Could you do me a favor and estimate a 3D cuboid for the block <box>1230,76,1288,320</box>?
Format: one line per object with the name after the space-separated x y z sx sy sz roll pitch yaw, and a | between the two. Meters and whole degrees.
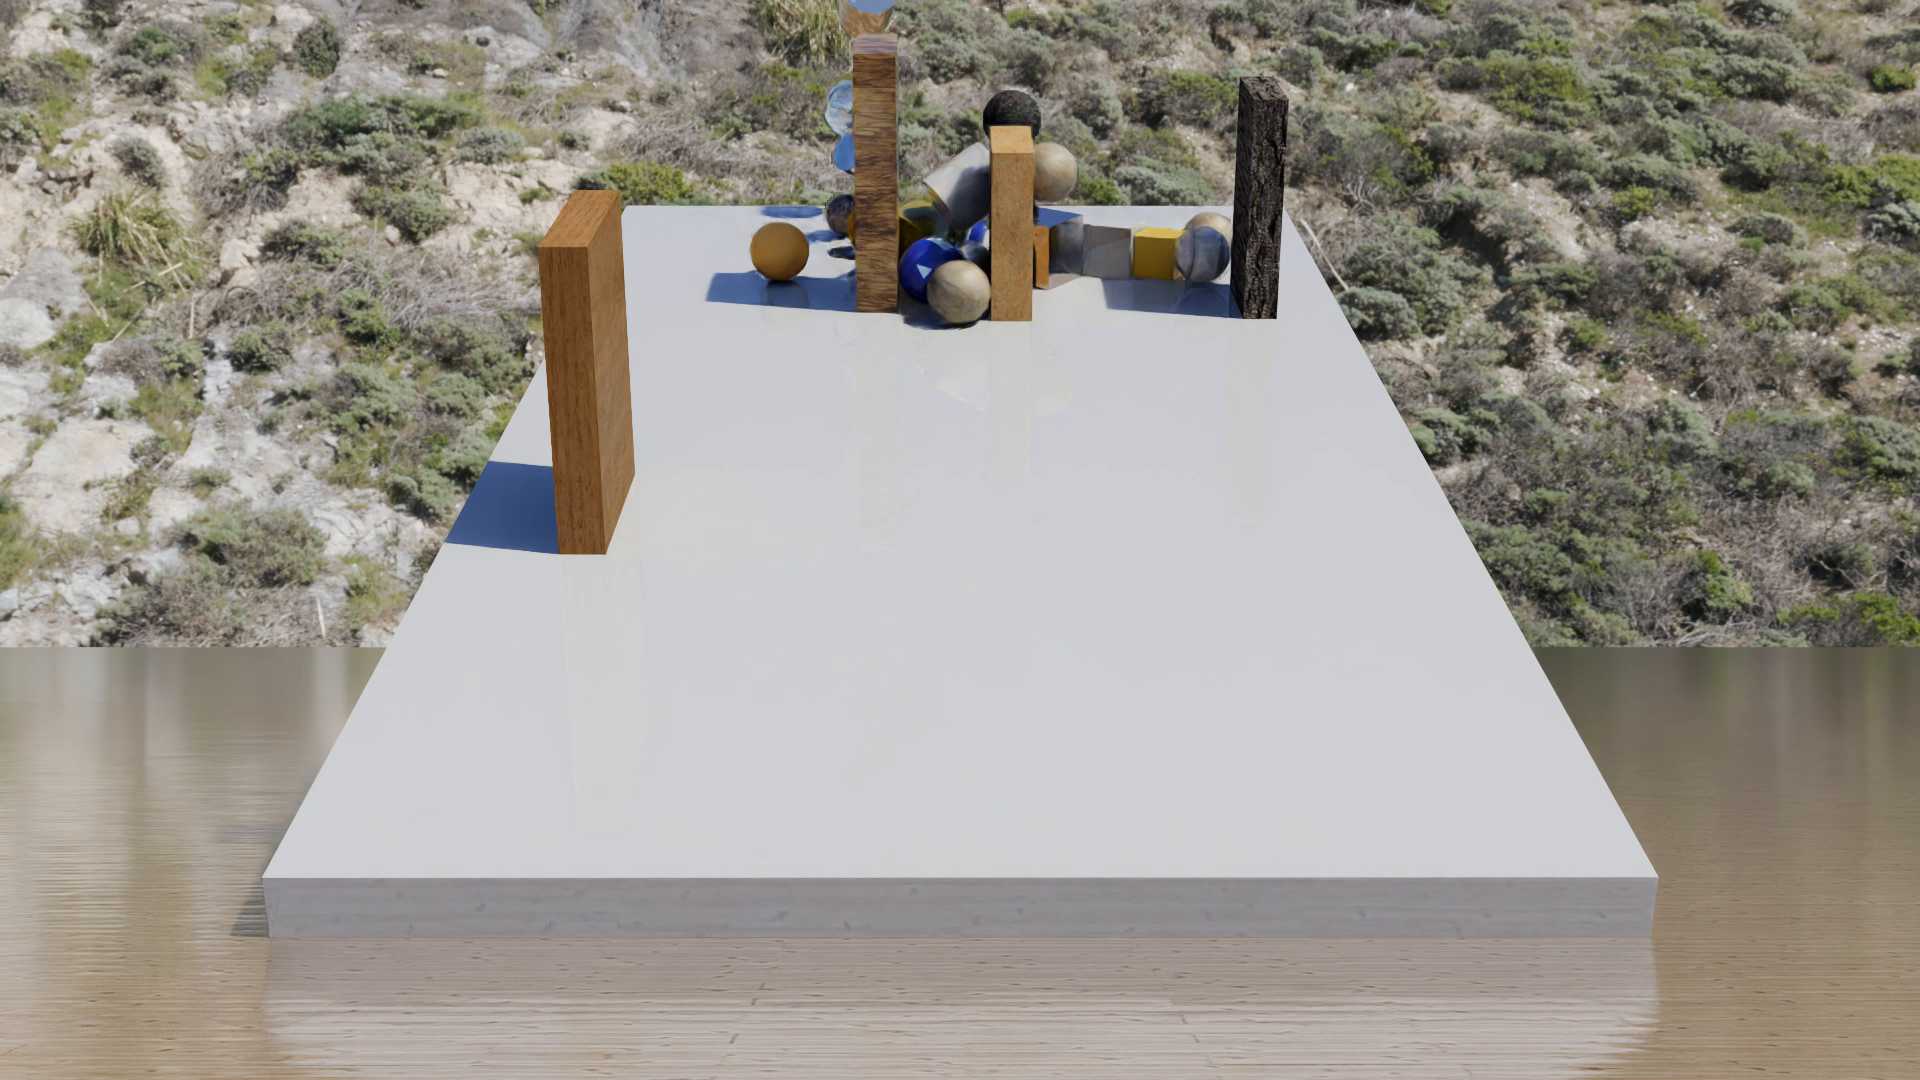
0.768 -0.884 5.920 0.086 0.563 0.305 0 22 0 | block

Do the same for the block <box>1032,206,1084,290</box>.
0.213 -0.790 6.205 0.172 0.172 0.172 14 26 31 | block

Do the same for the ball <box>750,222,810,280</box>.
-0.487 -0.779 6.193 0.160 0.160 0.160 0 -3 0 | ball

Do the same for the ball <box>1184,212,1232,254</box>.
0.688 -0.833 6.344 0.150 0.150 0.150 0 -3 0 | ball

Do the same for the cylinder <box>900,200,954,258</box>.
-0.139 -0.811 6.240 0.185 0.185 0.185 -1 20 25 | cylinder

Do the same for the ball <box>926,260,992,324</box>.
-0.003 -0.628 5.818 0.164 0.164 0.164 0 -3 0 | ball

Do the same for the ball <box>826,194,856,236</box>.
-0.329 -0.940 6.644 0.120 0.120 0.120 0 -3 0 | ball

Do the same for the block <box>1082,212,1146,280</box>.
0.416 -0.805 6.284 0.142 0.142 0.142 8 23 19 | block

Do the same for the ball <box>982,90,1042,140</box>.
0.150 -1.220 6.675 0.172 0.172 0.172 0 -3 0 | ball

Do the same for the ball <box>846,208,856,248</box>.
-0.242 -0.877 6.445 0.152 0.152 0.152 0 -3 0 | ball

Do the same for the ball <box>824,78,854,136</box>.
-0.313 -1.269 6.762 0.175 0.175 0.175 0 -3 0 | ball

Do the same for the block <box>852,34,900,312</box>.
-0.214 -0.947 5.936 0.106 0.665 0.279 0 22 0 | block

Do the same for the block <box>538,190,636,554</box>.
-0.725 -0.336 4.502 0.090 0.606 0.443 0 22 0 | block

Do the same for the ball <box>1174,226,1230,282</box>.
0.648 -0.764 6.146 0.151 0.151 0.151 0 -3 0 | ball

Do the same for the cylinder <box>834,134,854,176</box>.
-0.280 -1.081 6.511 0.111 0.111 0.111 -2 -14 40 | cylinder

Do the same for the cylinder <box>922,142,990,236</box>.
0.023 -0.939 6.137 0.179 0.179 0.179 -36 0 -4 | cylinder

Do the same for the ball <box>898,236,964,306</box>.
-0.072 -0.699 5.972 0.177 0.177 0.177 0 -3 0 | ball

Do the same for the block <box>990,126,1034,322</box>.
0.131 -0.819 5.930 0.105 0.434 0.320 0 22 0 | block

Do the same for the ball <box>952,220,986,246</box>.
-0.014 -0.859 6.377 0.173 0.173 0.173 0 -3 0 | ball

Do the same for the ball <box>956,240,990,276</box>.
0.025 -0.744 6.163 0.119 0.119 0.119 0 -3 0 | ball

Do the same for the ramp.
-0.007 -0.221 5.162 2.000 0.100 4.000 0 22 0 | ramp

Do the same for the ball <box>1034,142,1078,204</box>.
0.233 -0.977 6.107 0.161 0.161 0.161 0 -3 0 | ball

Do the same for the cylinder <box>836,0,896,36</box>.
-0.277 -1.602 6.835 0.162 0.162 0.162 0 -15 -10 | cylinder

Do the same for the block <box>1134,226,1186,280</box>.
0.544 -0.780 6.257 0.114 0.114 0.114 8 22 19 | block

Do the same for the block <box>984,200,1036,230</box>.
0.131 -1.018 6.787 0.158 0.158 0.158 -4 22 -10 | block
